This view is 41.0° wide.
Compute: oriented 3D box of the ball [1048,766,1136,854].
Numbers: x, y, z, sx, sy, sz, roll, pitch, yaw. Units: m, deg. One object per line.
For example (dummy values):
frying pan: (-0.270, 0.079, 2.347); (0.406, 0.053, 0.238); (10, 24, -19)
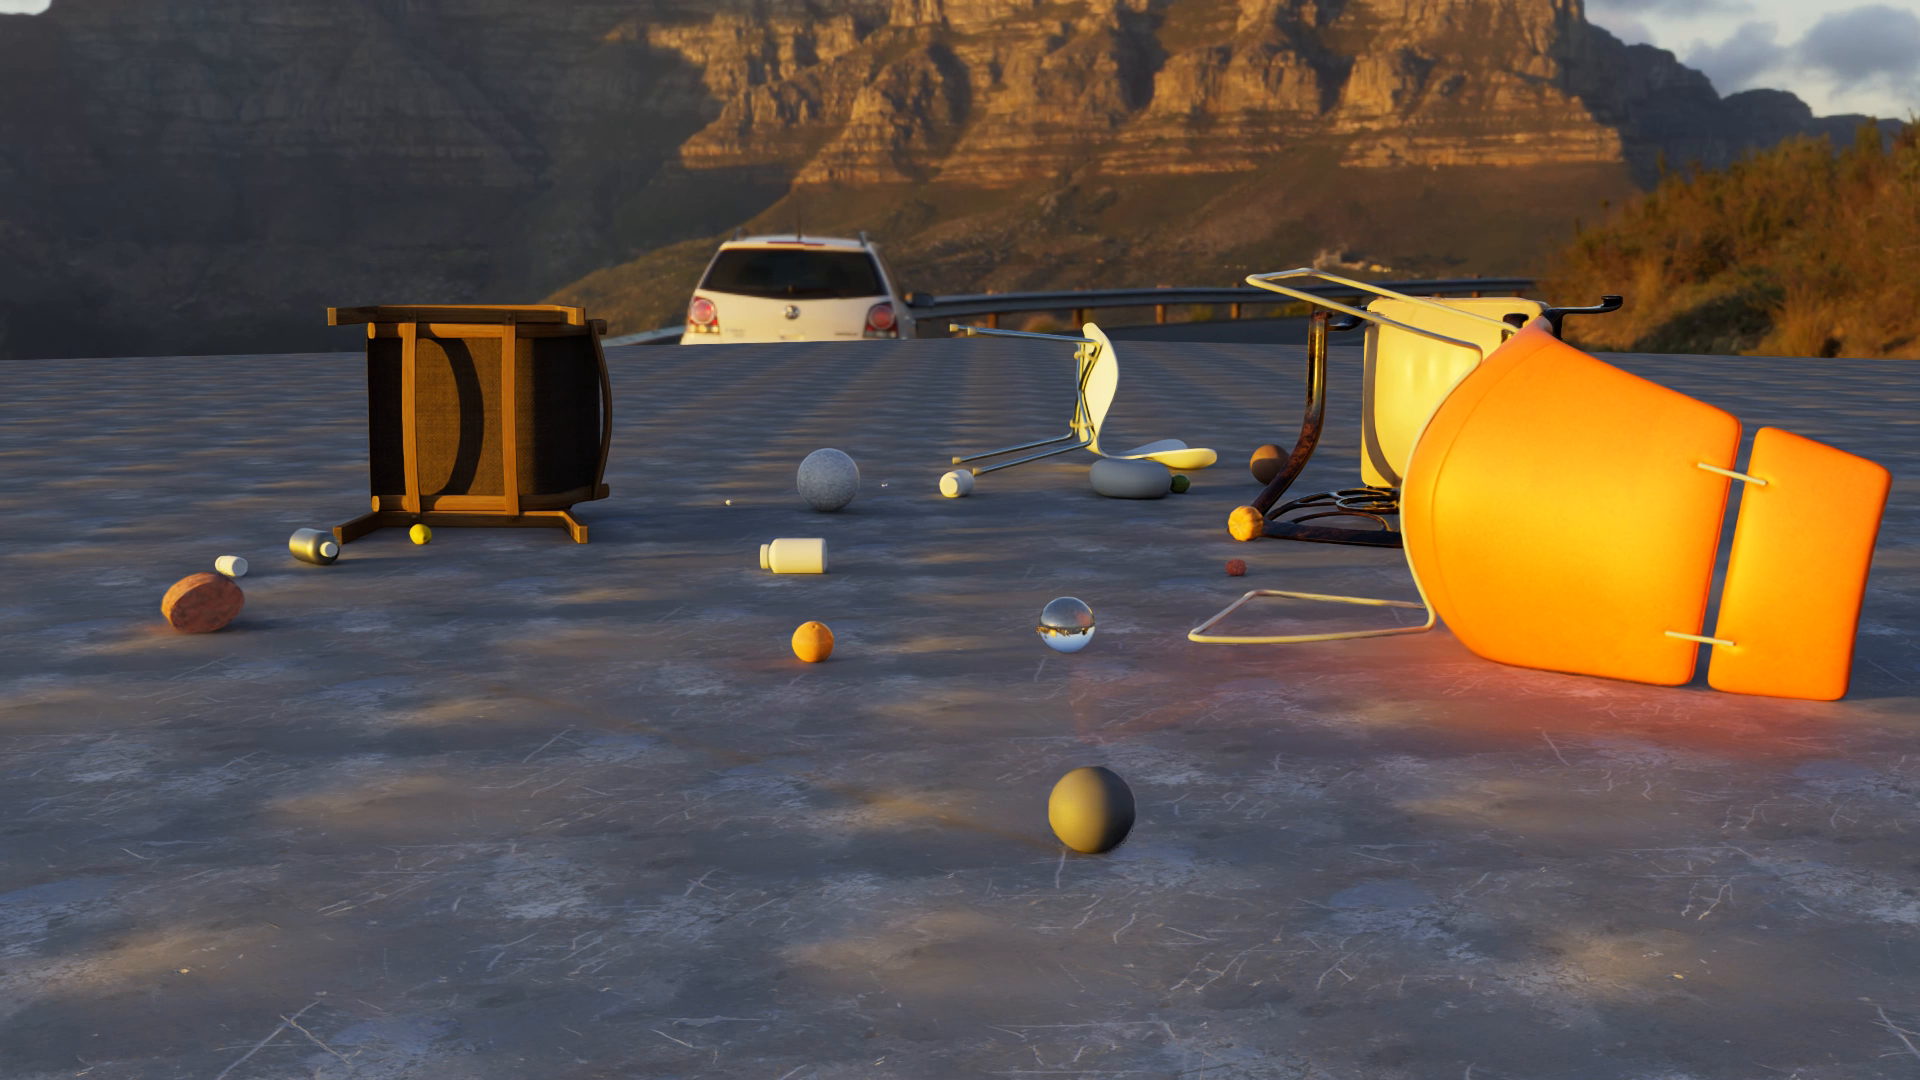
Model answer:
ball: (0.151, 0.308, 2.934); (0.100, 0.100, 0.100); (0, 6, 0)

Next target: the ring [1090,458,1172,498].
ring: (0.511, -0.185, 7.707); (0.226, 0.105, 0.399); (0, 5, -14)

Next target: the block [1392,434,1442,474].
block: (1.533, -0.287, 8.603); (0.141, 0.122, 0.128); (2, 6, 18)

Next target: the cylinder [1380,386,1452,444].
cylinder: (1.750, -0.471, 9.844); (0.220, 0.235, 0.160); (9, -1, -37)

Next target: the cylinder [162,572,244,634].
cylinder: (-1.420, 0.117, 4.809); (0.138, 0.088, 0.163); (-25, 14, -18)

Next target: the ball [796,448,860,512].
ball: (-0.369, -0.169, 7.190); (0.177, 0.177, 0.177); (0, 6, 0)

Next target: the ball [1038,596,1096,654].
ball: (0.187, 0.148, 4.487); (0.099, 0.099, 0.099); (0, 6, 0)
